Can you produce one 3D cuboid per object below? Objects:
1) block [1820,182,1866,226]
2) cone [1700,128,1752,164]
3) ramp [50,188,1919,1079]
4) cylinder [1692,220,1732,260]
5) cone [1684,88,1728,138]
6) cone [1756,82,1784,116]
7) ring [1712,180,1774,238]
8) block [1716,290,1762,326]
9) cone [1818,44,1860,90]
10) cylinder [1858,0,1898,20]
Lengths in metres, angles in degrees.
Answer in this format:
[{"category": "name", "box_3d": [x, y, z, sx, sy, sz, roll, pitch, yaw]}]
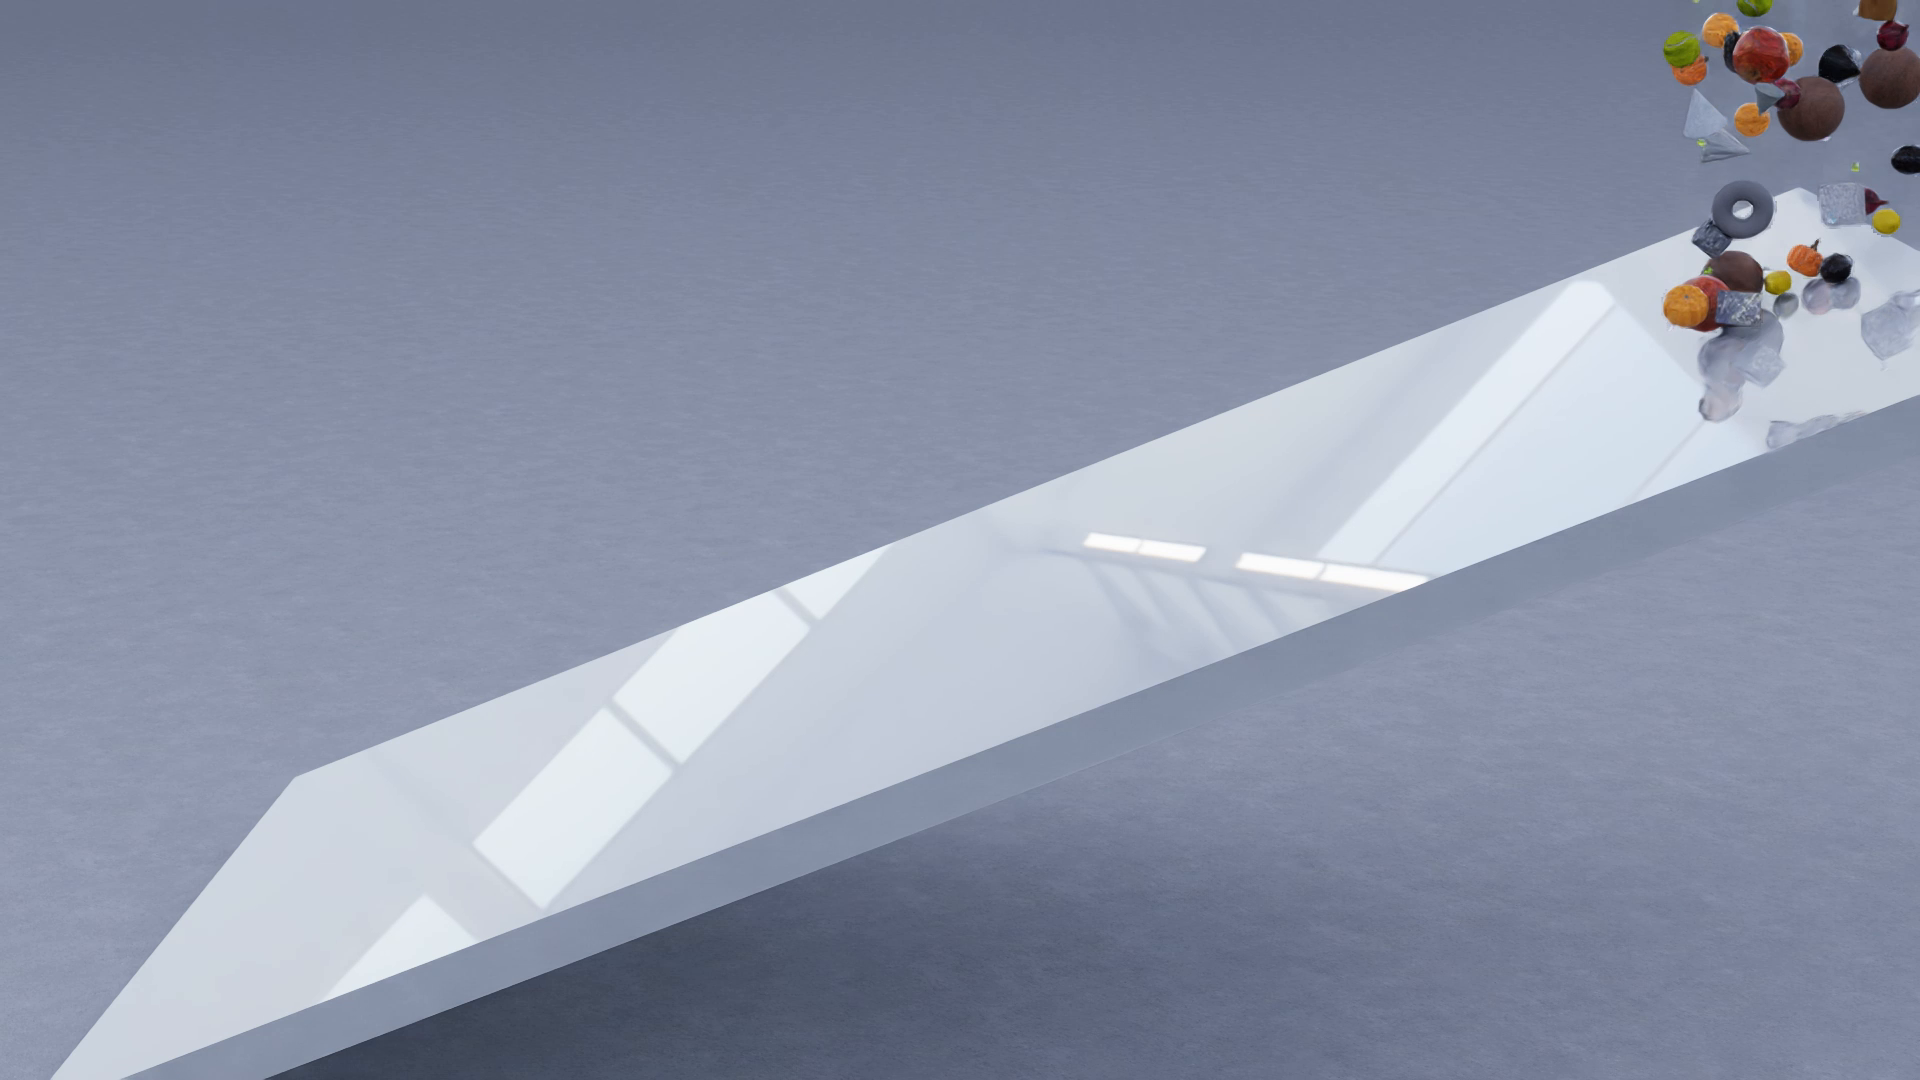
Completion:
[{"category": "block", "box_3d": [1.803, -0.685, 6.006, 0.074, 0.074, 0.074, -4, -4, 29]}, {"category": "cone", "box_3d": [1.530, -0.780, 5.848, 0.093, 0.093, 0.093, 16, 17, 11]}, {"category": "ramp", "box_3d": [0.126, 0.173, 6.289, 4.000, 0.100, 2.000, -21, 12, 7]}, {"category": "cylinder", "box_3d": [1.491, -0.596, 5.835, 0.056, 0.056, 0.056, 37, 13, -6]}, {"category": "cone", "box_3d": [1.420, -0.831, 5.646, 0.085, 0.085, 0.085, -19, 28, 10]}, {"category": "cone", "box_3d": [1.562, -0.848, 5.710, 0.059, 0.059, 0.059, 10, 34, -7]}, {"category": "ring", "box_3d": [1.542, -0.652, 5.793, 0.120, 0.120, 0.040, 2, 24, 9]}, {"category": "block", "box_3d": [1.558, -0.464, 5.883, 0.065, 0.065, 0.065, 3, 6, -9]}, {"category": "cone", "box_3d": [1.768, -0.933, 5.845, 0.090, 0.090, 0.090, -3, 18, -11]}, {"category": "cylinder", "box_3d": [1.800, -1.060, 5.758, 0.070, 0.070, 0.070, 2, 22, -1]}]
